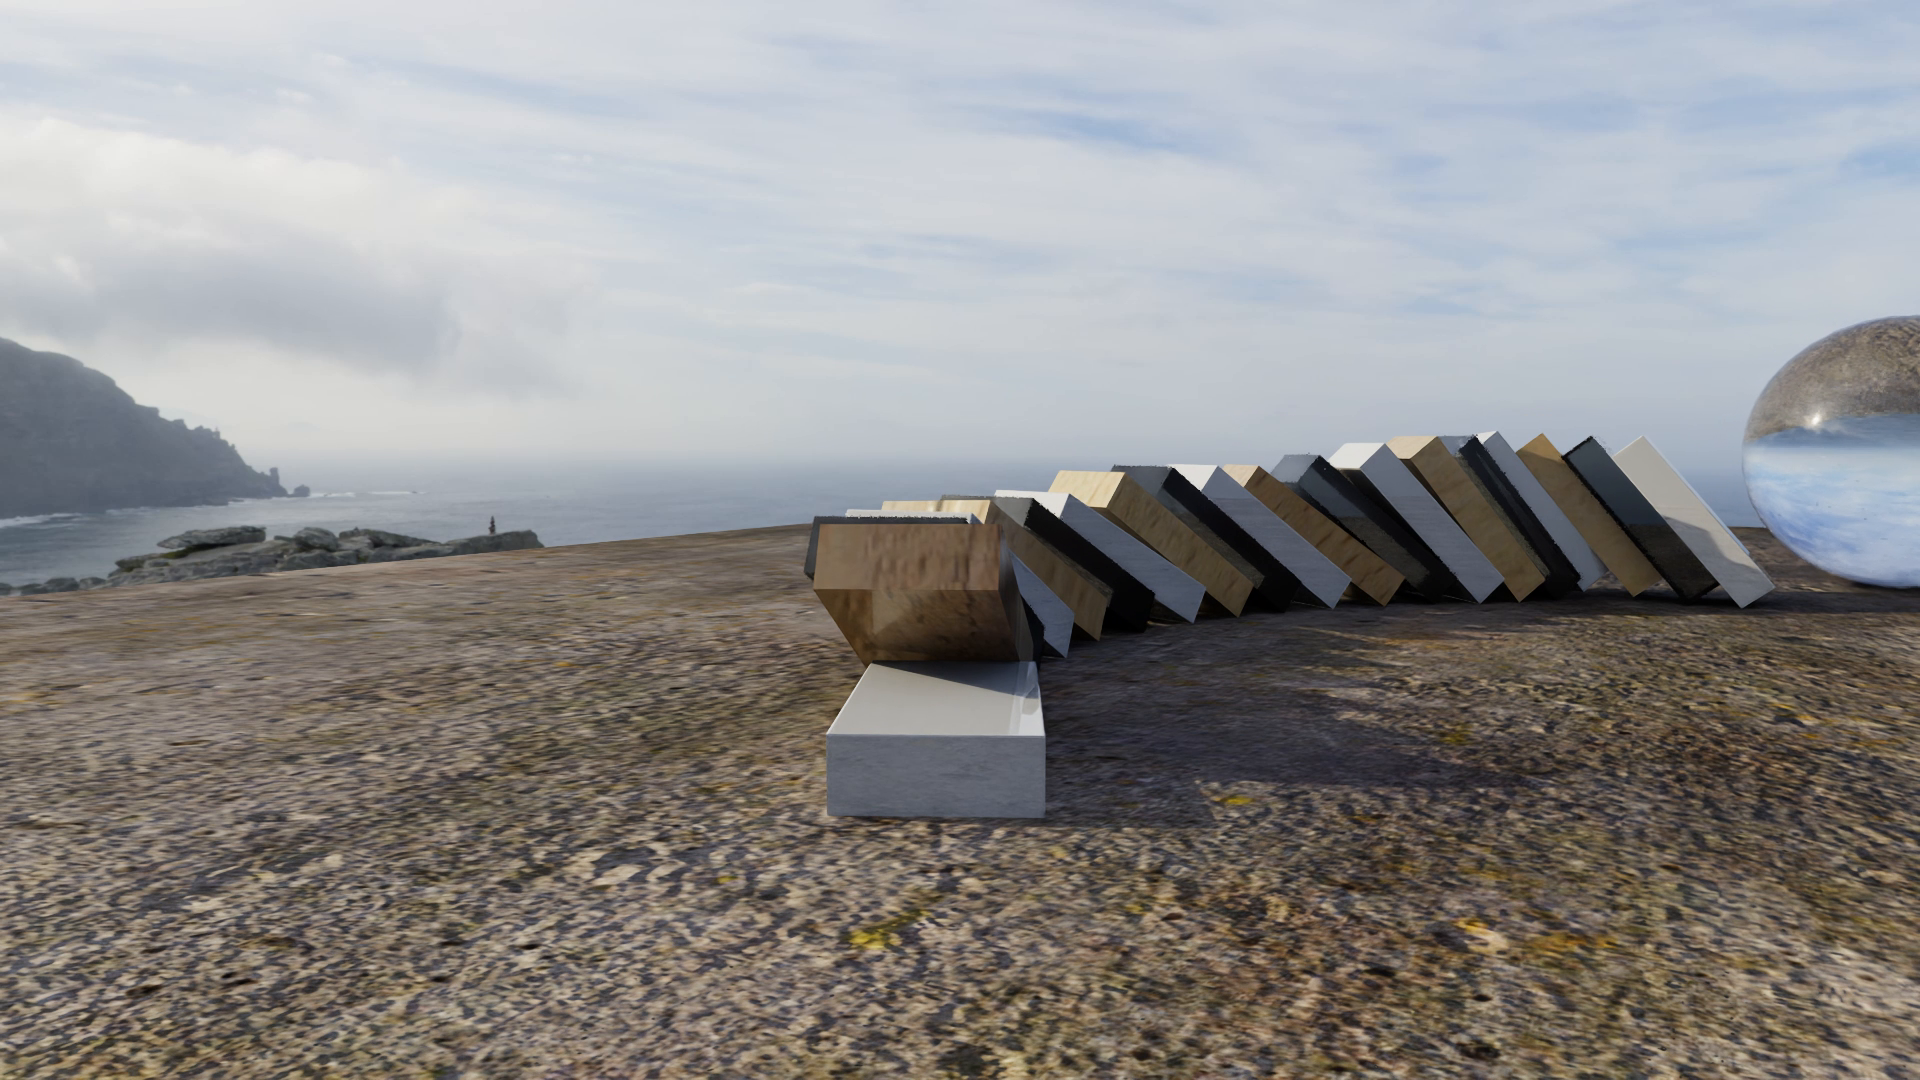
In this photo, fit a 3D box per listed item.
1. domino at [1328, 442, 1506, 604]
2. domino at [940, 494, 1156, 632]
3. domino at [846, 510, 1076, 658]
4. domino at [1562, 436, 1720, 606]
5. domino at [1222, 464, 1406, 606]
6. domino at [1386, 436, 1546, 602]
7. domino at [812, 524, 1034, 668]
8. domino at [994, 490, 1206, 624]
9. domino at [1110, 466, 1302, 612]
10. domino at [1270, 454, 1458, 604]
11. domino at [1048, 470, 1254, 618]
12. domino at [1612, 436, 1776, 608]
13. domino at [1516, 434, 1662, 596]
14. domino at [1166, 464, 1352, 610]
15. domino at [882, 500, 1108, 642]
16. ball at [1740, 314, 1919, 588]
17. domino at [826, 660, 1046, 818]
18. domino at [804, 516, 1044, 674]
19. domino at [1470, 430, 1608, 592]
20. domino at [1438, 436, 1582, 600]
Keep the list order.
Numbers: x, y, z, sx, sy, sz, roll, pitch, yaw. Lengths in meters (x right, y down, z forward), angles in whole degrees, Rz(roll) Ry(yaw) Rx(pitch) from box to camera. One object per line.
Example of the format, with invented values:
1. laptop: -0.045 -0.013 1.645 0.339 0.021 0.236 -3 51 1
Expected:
1. domino: 0.123 -0.005 0.350 0.010 0.050 0.025 -44 7 -2
2. domino: 0.019 0.006 0.282 0.025 0.010 0.050 4 -22 42
3. domino: 0.001 0.009 0.241 0.025 0.010 0.050 2 -22 28
4. domino: 0.187 -0.006 0.353 0.010 0.050 0.025 -42 -17 26
5. domino: 0.092 -0.002 0.344 0.050 0.010 0.025 36 -1 -9
6. domino: 0.137 -0.006 0.354 0.010 0.050 0.025 -40 7 -2
7. domino: -0.004 0.012 0.195 0.025 0.010 0.050 0 -23 9
8. domino: 0.032 0.004 0.300 0.050 0.010 0.025 31 -15 -35
9. domino: 0.060 0.000 0.325 0.050 0.010 0.025 38 -13 -24
10. domino: 0.108 -0.003 0.348 0.050 0.010 0.025 40 -1 -7
11. domino: 0.046 0.001 0.314 0.050 0.010 0.025 37 -15 -29
12. domino: 0.198 -0.006 0.346 0.010 0.050 0.025 -42 -17 26
13. domino: 0.179 -0.008 0.365 0.010 0.050 0.025 -41 -15 22
14. domino: 0.075 -0.001 0.334 0.050 0.010 0.025 37 -9 -19
15. domino: 0.007 0.007 0.261 0.025 0.009 0.050 1 -23 35
16. ball: 0.276 -0.026 0.376 0.080 0.080 0.080 0 4 0
17. domino: -0.002 0.025 0.171 0.025 0.010 0.050 0 4 2
18. domino: -0.004 0.011 0.218 0.025 0.010 0.050 1 -23 19
19. domino: 0.159 -0.008 0.366 0.010 0.050 0.025 -40 2 -2
20. domino: 0.149 -0.007 0.358 0.010 0.050 0.025 -40 7 -2
